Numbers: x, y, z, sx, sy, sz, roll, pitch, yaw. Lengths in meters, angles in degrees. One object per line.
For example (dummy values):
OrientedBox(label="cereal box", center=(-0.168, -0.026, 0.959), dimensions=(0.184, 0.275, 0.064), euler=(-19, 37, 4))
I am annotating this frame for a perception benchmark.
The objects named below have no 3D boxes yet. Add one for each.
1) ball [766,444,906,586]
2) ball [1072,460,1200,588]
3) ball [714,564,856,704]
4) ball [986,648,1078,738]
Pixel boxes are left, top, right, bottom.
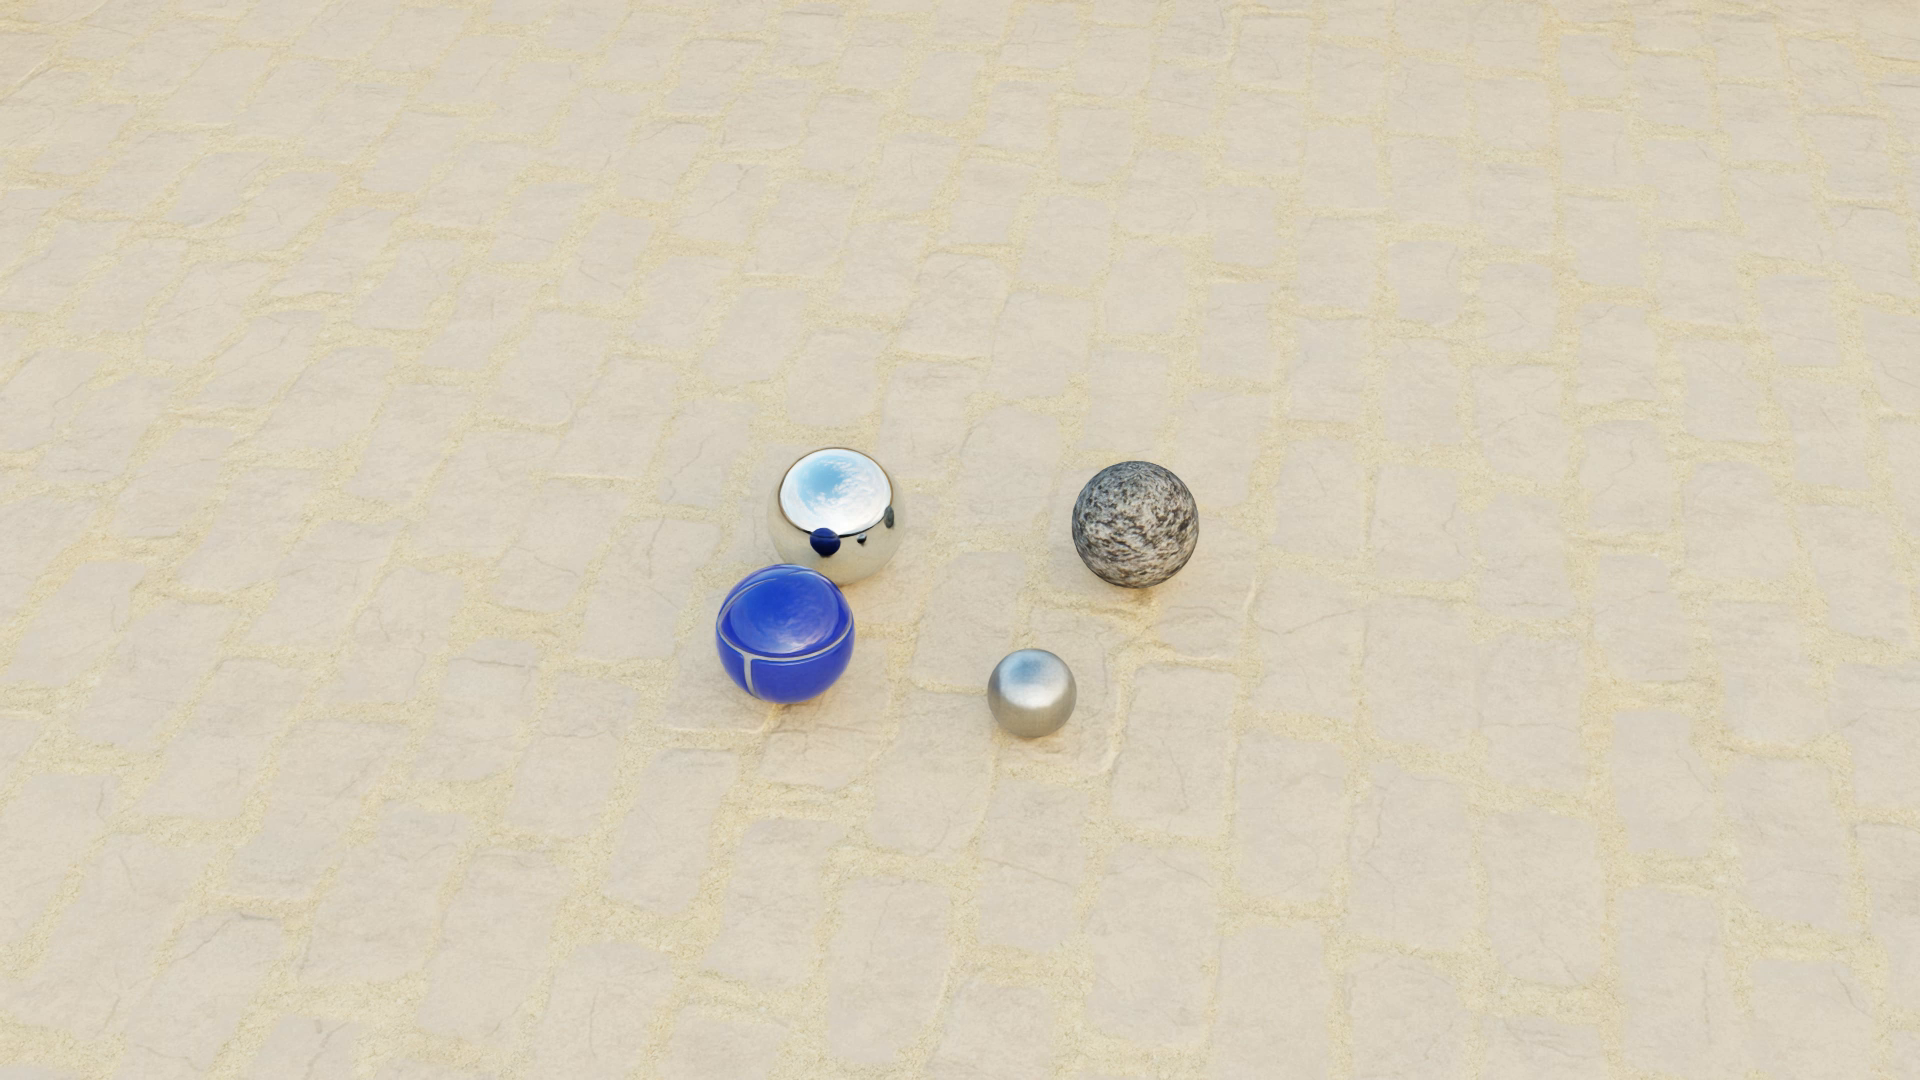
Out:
OrientedBox(label="ball", center=(-0.081, -0.016, 1.674), dimensions=(0.092, 0.092, 0.092), euler=(0, 36, 0))
OrientedBox(label="ball", center=(0.114, -0.010, 1.673), dimensions=(0.083, 0.083, 0.083), euler=(0, 36, 0))
OrientedBox(label="ball", center=(-0.107, 0.058, 1.576), dimensions=(0.086, 0.086, 0.086), euler=(0, 36, 0))
OrientedBox(label="ball", center=(0.044, 0.093, 1.554), dimensions=(0.055, 0.055, 0.055), euler=(0, 36, 0))
